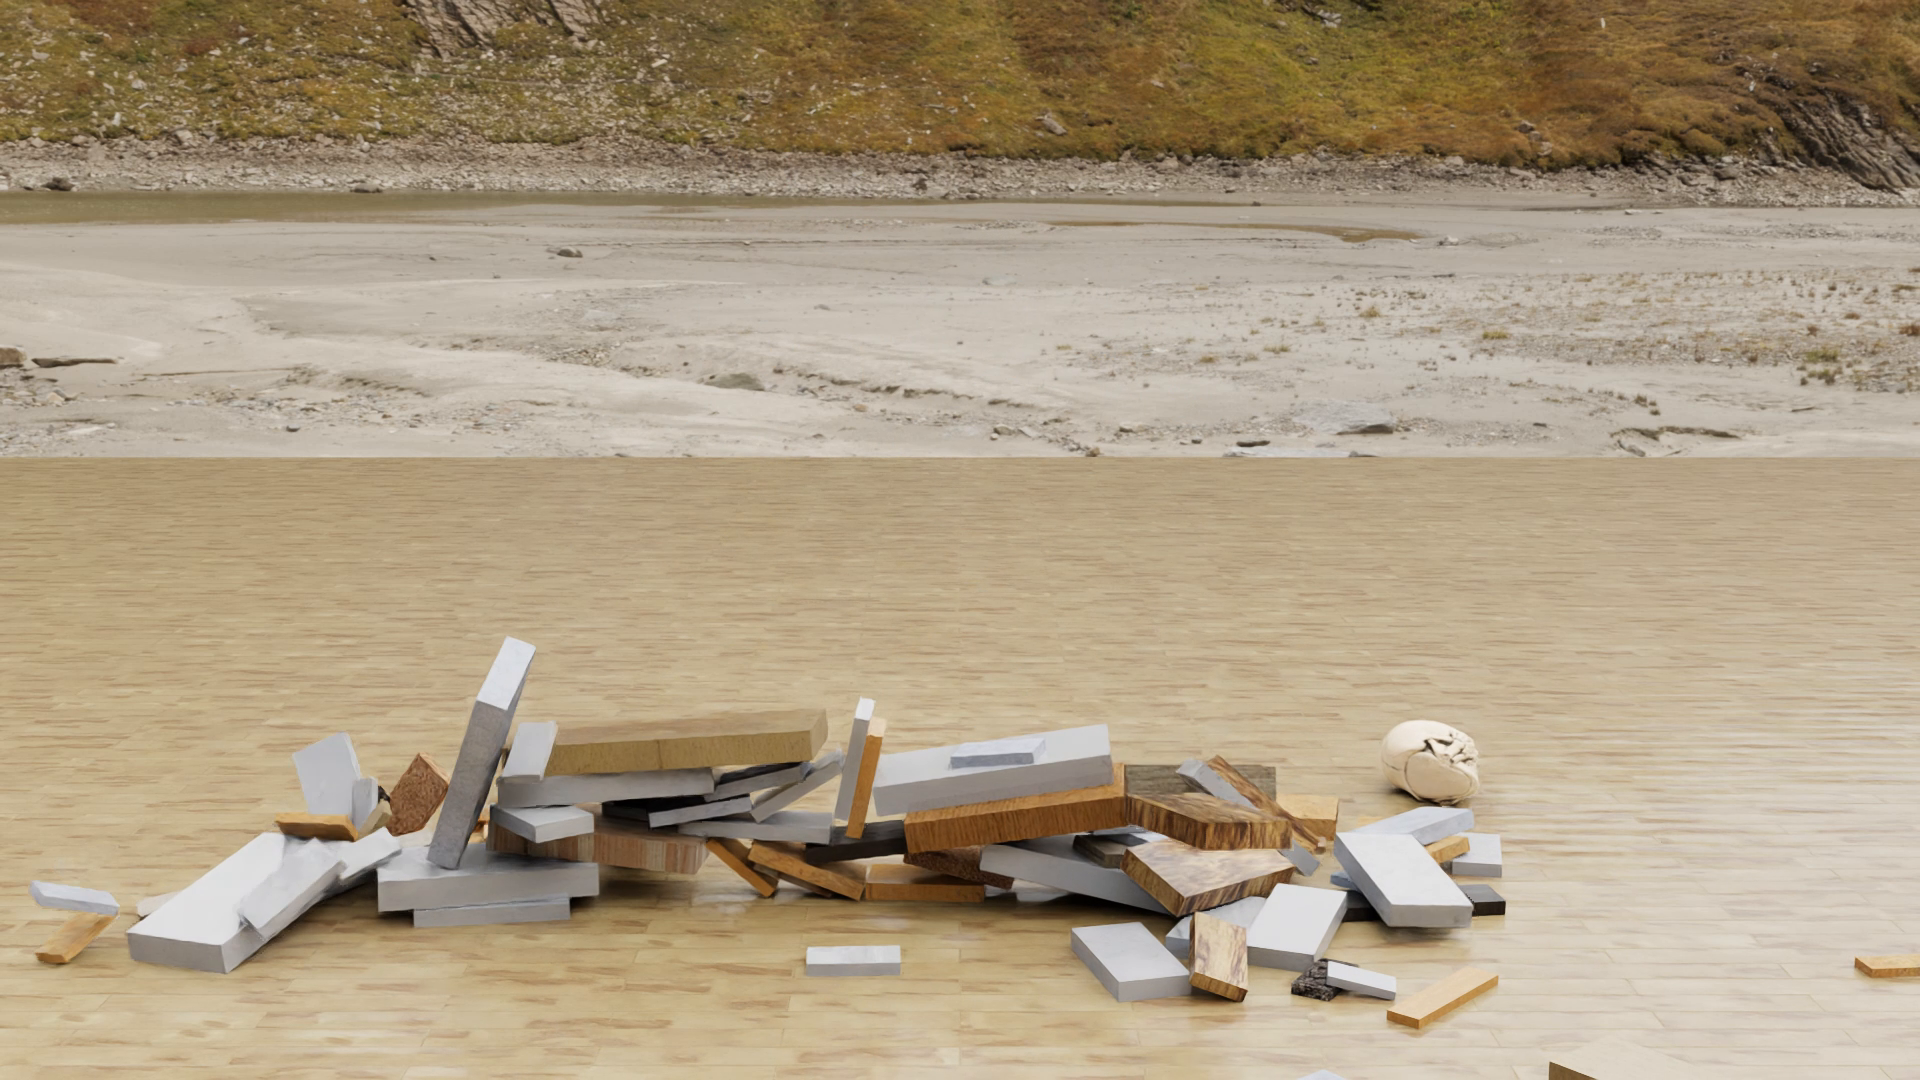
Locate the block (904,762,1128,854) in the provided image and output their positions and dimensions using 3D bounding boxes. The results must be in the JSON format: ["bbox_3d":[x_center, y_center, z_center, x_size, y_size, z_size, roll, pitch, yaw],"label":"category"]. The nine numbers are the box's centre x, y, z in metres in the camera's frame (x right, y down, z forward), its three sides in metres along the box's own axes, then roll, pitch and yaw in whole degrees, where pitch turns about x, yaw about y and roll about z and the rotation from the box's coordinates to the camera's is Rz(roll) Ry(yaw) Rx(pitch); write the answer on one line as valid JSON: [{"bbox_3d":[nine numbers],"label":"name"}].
[{"bbox_3d":[0.095,0.436,3.587,0.355,0.050,0.177,-8,11,6],"label":"block"}]

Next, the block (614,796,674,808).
[{"bbox_3d":[-0.523,0.438,3.718,0.118,0.017,0.059,5,8,-5],"label":"block"}]

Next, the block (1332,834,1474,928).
[{"bbox_3d":[0.714,0.549,3.564,0.135,0.038,0.271,3,16,-10],"label":"block"}]

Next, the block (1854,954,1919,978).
[{"bbox_3d":[1.416,0.645,3.331,0.101,0.014,0.050,-1,11,-6],"label":"block"}]

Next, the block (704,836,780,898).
[{"bbox_3d":[-0.362,0.537,3.674,0.137,0.019,0.068,40,11,-3],"label":"block"}]

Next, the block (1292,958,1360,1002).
[{"bbox_3d":[0.545,0.654,3.276,0.060,0.017,0.120,6,12,30],"label":"block"}]

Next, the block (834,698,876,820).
[{"bbox_3d":[-0.174,0.361,3.629,0.026,0.182,0.091,12,17,0],"label":"block"}]

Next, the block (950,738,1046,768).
[{"bbox_3d":[0.063,0.350,3.605,0.142,0.020,0.071,-5,12,19],"label":"block"}]

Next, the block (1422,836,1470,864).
[{"bbox_3d":[0.788,0.542,3.778,0.166,0.023,0.083,-14,6,-35],"label":"block"}]

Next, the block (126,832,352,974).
[{"bbox_3d":[-1.134,0.571,3.491,0.174,0.049,0.347,4,20,19],"label":"block"}]

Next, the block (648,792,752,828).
[{"bbox_3d":[-0.431,0.440,3.639,0.167,0.024,0.084,-9,8,-8],"label":"block"}]

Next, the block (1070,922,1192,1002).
[{"bbox_3d":[0.257,0.637,3.329,0.113,0.032,0.227,-3,11,-15],"label":"block"}]

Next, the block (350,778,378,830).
[{"bbox_3d":[-1.004,0.457,3.710,0.053,0.106,0.015,-12,-16,36],"label":"block"}]

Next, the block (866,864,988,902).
[{"bbox_3d":[-0.054,0.574,3.681,0.196,0.028,0.098,1,11,5],"label":"block"}]

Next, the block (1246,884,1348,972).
[{"bbox_3d":[0.523,0.605,3.435,0.113,0.032,0.227,4,18,22],"label":"block"}]

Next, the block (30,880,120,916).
[{"bbox_3d":[-1.354,0.548,3.363,0.118,0.017,0.059,18,3,-40],"label":"block"}]

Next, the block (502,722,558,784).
[{"bbox_3d":[-0.686,0.339,3.511,0.060,0.017,0.121,-4,39,9],"label":"block"}]

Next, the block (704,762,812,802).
[{"bbox_3d":[-0.335,0.393,3.632,0.167,0.024,0.084,-14,7,9],"label":"block"}]

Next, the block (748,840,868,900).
[{"bbox_3d":[-0.253,0.538,3.670,0.196,0.028,0.098,21,10,-3],"label":"block"}]

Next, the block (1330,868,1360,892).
[{"bbox_3d":[0.678,0.565,3.626,0.120,0.017,0.060,10,14,42],"label":"block"}]

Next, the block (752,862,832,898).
[{"bbox_3d":[-0.275,0.554,3.677,0.137,0.019,0.068,21,10,-3],"label":"block"}]

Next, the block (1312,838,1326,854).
[{"bbox_3d":[0.596,0.540,3.901,0.103,0.015,0.052,2,11,11],"label":"block"}]

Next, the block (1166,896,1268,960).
[{"bbox_3d":[0.413,0.611,3.470,0.113,0.032,0.227,4,11,22],"label":"block"}]

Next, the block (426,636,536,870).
[{"bbox_3d":[-0.768,0.342,3.525,0.049,0.348,0.174,20,32,-6],"label":"block"}]

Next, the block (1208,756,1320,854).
[{"bbox_3d":[0.511,0.454,3.753,0.223,0.032,0.112,39,-7,6],"label":"block"}]

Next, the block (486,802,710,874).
[{"bbox_3d":[-0.594,0.491,3.671,0.347,0.049,0.174,6,8,4],"label":"block"}]

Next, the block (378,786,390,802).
[{"bbox_3d":[-1.107,0.496,3.861,0.196,0.028,0.098,-38,27,-30],"label":"block"}]

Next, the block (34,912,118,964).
[{"bbox_3d":[-1.367,0.610,3.402,0.059,0.017,0.118,-1,28,24],"label":"block"}]

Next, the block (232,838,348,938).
[{"bbox_3d":[-1.030,0.534,3.383,0.080,0.023,0.159,25,56,39],"label":"block"}]

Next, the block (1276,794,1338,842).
[{"bbox_3d":[0.546,0.502,4.031,0.284,0.040,0.142,2,11,11],"label":"block"}]

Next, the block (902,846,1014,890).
[{"bbox_3d":[0.003,0.537,3.679,0.184,0.026,0.092,14,11,5],"label":"block"}]

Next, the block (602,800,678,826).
[{"bbox_3d":[-0.528,0.456,3.718,0.137,0.019,0.068,8,8,13],"label":"block"}]

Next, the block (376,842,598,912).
[{"bbox_3d":[-0.779,0.546,3.614,0.347,0.049,0.174,-2,10,-16],"label":"block"}]

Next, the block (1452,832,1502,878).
[{"bbox_3d":[0.900,0.548,3.833,0.083,0.024,0.167,2,11,12],"label":"block"}]

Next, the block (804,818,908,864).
[{"bbox_3d":[-0.156,0.500,3.659,0.196,0.028,0.098,-7,11,1],"label":"block"}]
